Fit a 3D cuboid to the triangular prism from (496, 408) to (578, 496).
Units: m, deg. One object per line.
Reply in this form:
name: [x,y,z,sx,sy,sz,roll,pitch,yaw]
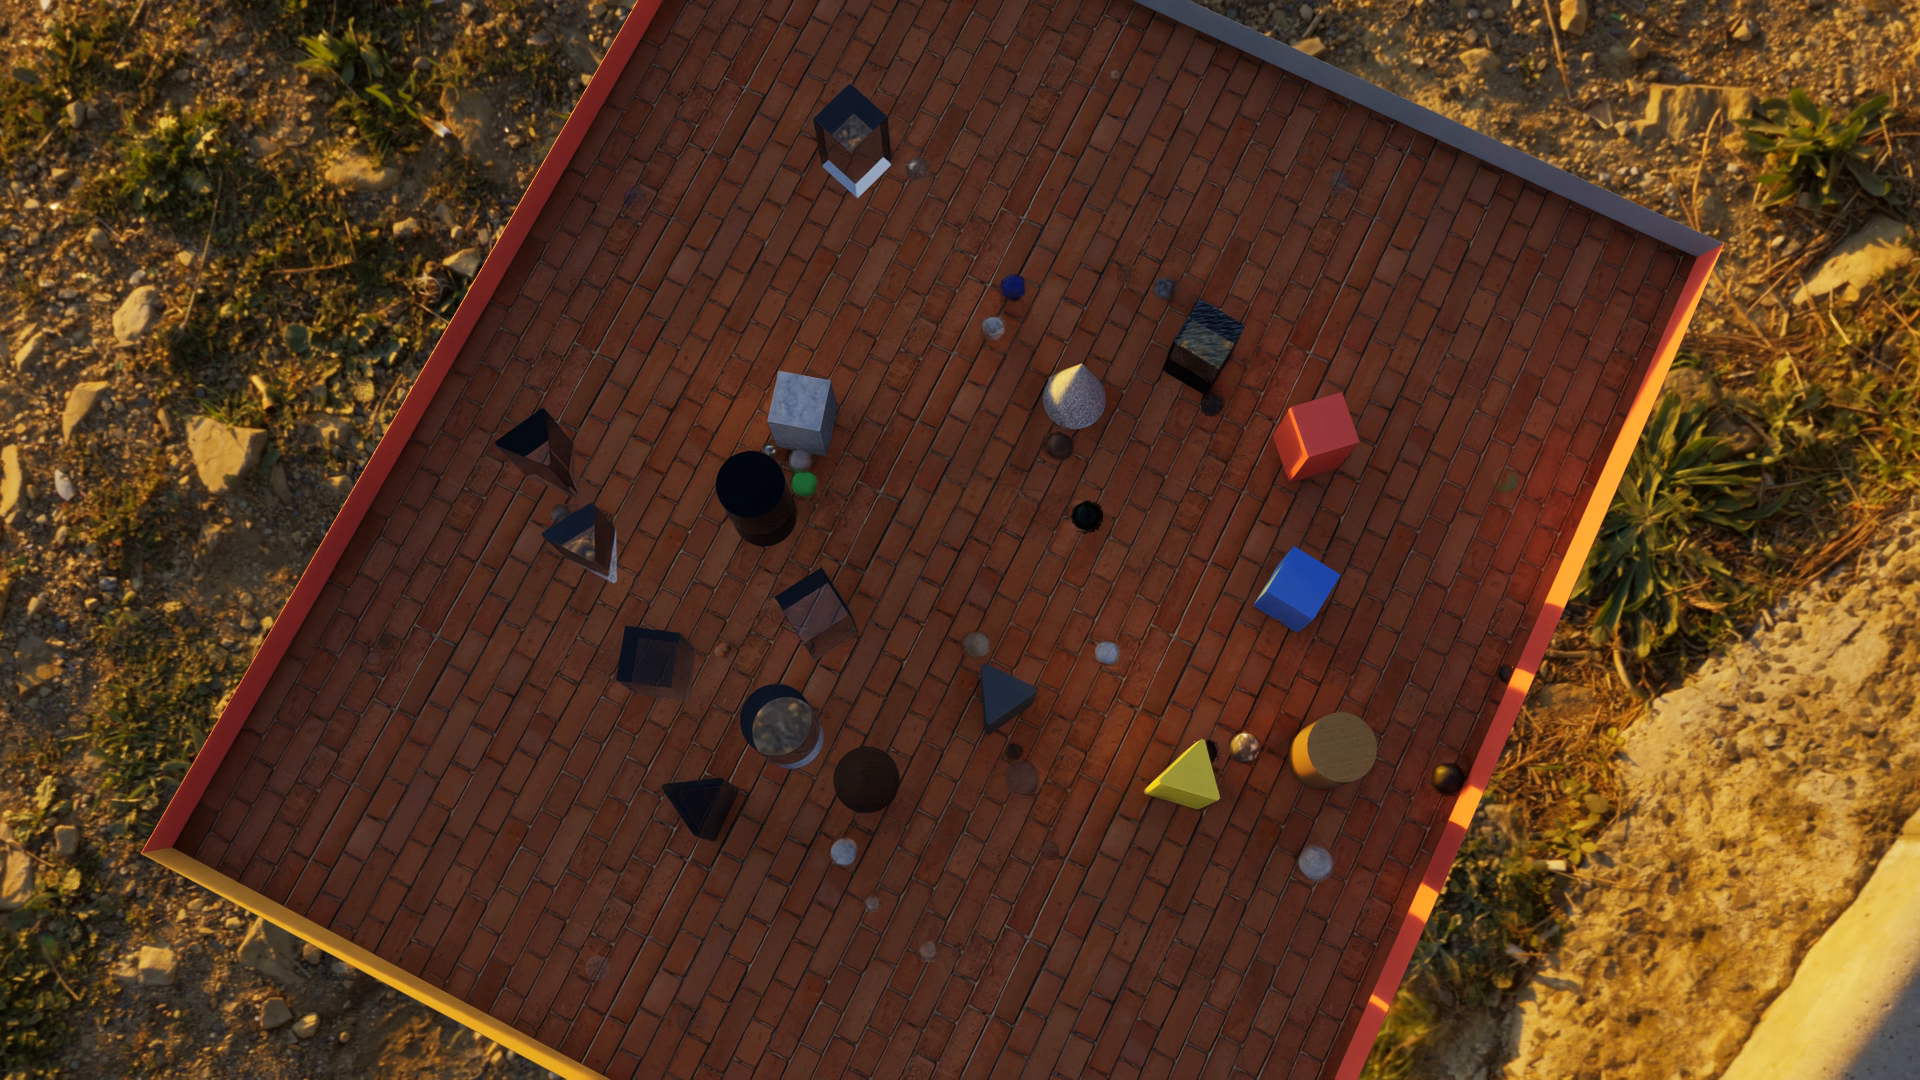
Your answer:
triangular prism: [-1.228,-0.272,5.468,0.171,0.401,0.148,22,79,4]

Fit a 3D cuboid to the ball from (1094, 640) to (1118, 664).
ball: [0.440,0.339,5.510,0.071,0.071,0.071,0,78,0]

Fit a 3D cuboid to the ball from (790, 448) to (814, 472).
ball: [-0.486,-0.245,5.632,0.070,0.070,0.070,0,78,0]

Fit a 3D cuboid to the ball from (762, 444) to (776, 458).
ball: [-0.588,-0.275,5.653,0.041,0.041,0.041,0,78,0]

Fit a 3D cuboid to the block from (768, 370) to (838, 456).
block: [-0.473,-0.379,5.543,0.158,0.298,0.158,11,79,2]

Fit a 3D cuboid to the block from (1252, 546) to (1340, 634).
block: [1.000,0.150,5.456,0.158,0.254,0.158,32,80,6]

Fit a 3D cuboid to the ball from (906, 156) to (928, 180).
ball: [-0.137,-1.182,5.825,0.072,0.072,0.072,0,78,0]

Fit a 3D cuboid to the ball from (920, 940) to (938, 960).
ball: [-0.092,1.196,5.341,0.055,0.055,0.055,0,78,0]

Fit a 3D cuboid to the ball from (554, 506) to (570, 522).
ball: [-1.219,-0.080,5.607,0.051,0.051,0.051,0,78,0]

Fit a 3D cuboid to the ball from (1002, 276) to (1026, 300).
ball: [0.168,-0.788,5.740,0.078,0.078,0.078,0,78,0]

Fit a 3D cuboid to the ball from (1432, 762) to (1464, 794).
ball: [1.445,0.705,5.424,0.091,0.091,0.091,0,78,0]

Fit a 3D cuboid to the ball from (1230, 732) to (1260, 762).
ball: [0.847,0.616,5.444,0.089,0.089,0.089,0,78,0]

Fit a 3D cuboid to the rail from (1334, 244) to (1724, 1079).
rail: [1.501,0.742,5.396,0.045,0.129,3.786,26,80,5]

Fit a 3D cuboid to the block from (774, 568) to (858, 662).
block: [-0.417,0.222,5.379,0.158,0.374,0.158,-32,80,-6]

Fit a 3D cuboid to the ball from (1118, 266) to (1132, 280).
ball: [0.518,-0.840,5.769,0.042,0.042,0.042,0,78,0]

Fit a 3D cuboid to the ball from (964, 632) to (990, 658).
ball: [0.051,0.315,5.511,0.080,0.080,0.080,0,78,0]

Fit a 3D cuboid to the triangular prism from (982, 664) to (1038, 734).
triangular prism: [0.108,0.445,5.365,0.171,0.312,0.148,-34,80,-7]

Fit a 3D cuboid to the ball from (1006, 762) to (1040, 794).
ball: [0.187,0.704,5.420,0.099,0.099,0.099,0,78,0]

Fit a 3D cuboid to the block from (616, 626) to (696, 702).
block: [-0.885,0.366,5.365,0.158,0.344,0.158,7,78,2]

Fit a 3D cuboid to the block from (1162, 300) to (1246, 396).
block: [0.741,-0.585,5.591,0.158,0.286,0.158,32,80,6]

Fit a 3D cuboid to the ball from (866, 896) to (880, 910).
ball: [-0.257,1.065,5.374,0.043,0.043,0.043,0,78,0]

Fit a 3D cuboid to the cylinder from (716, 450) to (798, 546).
cylinder: [-0.599,-0.118,5.435,0.198,0.404,0.198,0,78,0]

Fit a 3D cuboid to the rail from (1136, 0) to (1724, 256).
rail: [0.836,-1.630,5.887,3.405,0.129,0.045,26,80,5]

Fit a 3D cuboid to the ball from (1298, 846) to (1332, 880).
ball: [1.041,0.945,5.371,0.098,0.098,0.098,0,78,0]

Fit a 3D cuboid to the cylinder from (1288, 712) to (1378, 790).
cylinder: [1.079,0.617,5.329,0.198,0.314,0.198,0,78,0]

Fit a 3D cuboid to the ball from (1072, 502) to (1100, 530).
ball: [0.384,-0.072,5.587,0.088,0.088,0.088,0,78,0]

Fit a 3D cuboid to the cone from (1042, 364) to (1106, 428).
cone: [0.357,-0.478,5.528,0.198,0.368,0.198,0,78,0]

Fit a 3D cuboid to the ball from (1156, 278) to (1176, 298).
ball: [0.646,-0.789,5.746,0.066,0.066,0.066,0,78,0]

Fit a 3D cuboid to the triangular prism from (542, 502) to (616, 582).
triangular prism: [-1.093,-0.008,5.442,0.171,0.345,0.148,27,80,5]

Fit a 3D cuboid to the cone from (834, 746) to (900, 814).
cone: [-0.279,0.681,5.303,0.198,0.337,0.198,0,78,0]

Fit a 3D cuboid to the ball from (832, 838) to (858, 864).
ball: [-0.340,0.915,5.387,0.078,0.078,0.078,0,78,0]

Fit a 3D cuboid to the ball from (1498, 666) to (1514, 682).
ball: [1.646,0.404,5.507,0.051,0.051,0.051,0,78,0]

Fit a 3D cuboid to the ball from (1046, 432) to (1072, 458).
ball: [0.303,-0.291,5.635,0.082,0.082,0.082,0,78,0]

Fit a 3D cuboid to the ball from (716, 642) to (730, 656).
ball: [-0.715,0.327,5.527,0.044,0.044,0.044,0,78,0]

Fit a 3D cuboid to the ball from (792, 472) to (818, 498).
ball: [-0.477,-0.171,5.612,0.079,0.079,0.079,0,78,0]

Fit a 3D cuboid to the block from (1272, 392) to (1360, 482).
block: [1.068,-0.305,5.517,0.158,0.319,0.158,-17,79,-3]

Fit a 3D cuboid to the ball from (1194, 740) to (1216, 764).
ball: [0.725,0.631,5.447,0.077,0.077,0.077,0,78,0]

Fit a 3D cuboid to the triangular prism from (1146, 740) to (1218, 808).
triangular prism: [0.652,0.663,5.265,0.171,0.420,0.148,16,79,3]

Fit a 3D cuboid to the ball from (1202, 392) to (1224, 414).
ball: [0.784,-0.422,5.669,0.068,0.068,0.068,0,78,0]

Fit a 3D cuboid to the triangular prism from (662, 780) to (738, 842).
triangular prism: [-0.720,0.746,5.275,0.148,0.366,0.171,-35,80,-7]

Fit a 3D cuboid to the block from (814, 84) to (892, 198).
block: [-0.330,-1.235,5.690,0.158,0.357,0.158,43,81,8]

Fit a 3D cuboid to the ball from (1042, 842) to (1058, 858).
ball: [0.265,0.913,5.404,0.045,0.045,0.045,0,78,0]

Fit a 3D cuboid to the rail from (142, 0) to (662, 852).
rail: [-1.501,-0.728,5.701,0.045,0.129,3.786,26,80,5]

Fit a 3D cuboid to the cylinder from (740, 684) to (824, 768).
cylinder: [-0.507,0.541,5.269,0.198,0.461,0.198,0,78,0]

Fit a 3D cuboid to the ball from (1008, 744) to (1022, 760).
ball: [0.164,0.630,5.463,0.046,0.046,0.046,0,78,0]

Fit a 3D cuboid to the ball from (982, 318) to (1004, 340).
ball: [0.104,-0.659,5.717,0.071,0.071,0.071,0,78,0]

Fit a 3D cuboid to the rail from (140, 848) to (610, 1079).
rail: [-0.836,1.644,5.210,3.405,0.129,0.045,26,80,5]
